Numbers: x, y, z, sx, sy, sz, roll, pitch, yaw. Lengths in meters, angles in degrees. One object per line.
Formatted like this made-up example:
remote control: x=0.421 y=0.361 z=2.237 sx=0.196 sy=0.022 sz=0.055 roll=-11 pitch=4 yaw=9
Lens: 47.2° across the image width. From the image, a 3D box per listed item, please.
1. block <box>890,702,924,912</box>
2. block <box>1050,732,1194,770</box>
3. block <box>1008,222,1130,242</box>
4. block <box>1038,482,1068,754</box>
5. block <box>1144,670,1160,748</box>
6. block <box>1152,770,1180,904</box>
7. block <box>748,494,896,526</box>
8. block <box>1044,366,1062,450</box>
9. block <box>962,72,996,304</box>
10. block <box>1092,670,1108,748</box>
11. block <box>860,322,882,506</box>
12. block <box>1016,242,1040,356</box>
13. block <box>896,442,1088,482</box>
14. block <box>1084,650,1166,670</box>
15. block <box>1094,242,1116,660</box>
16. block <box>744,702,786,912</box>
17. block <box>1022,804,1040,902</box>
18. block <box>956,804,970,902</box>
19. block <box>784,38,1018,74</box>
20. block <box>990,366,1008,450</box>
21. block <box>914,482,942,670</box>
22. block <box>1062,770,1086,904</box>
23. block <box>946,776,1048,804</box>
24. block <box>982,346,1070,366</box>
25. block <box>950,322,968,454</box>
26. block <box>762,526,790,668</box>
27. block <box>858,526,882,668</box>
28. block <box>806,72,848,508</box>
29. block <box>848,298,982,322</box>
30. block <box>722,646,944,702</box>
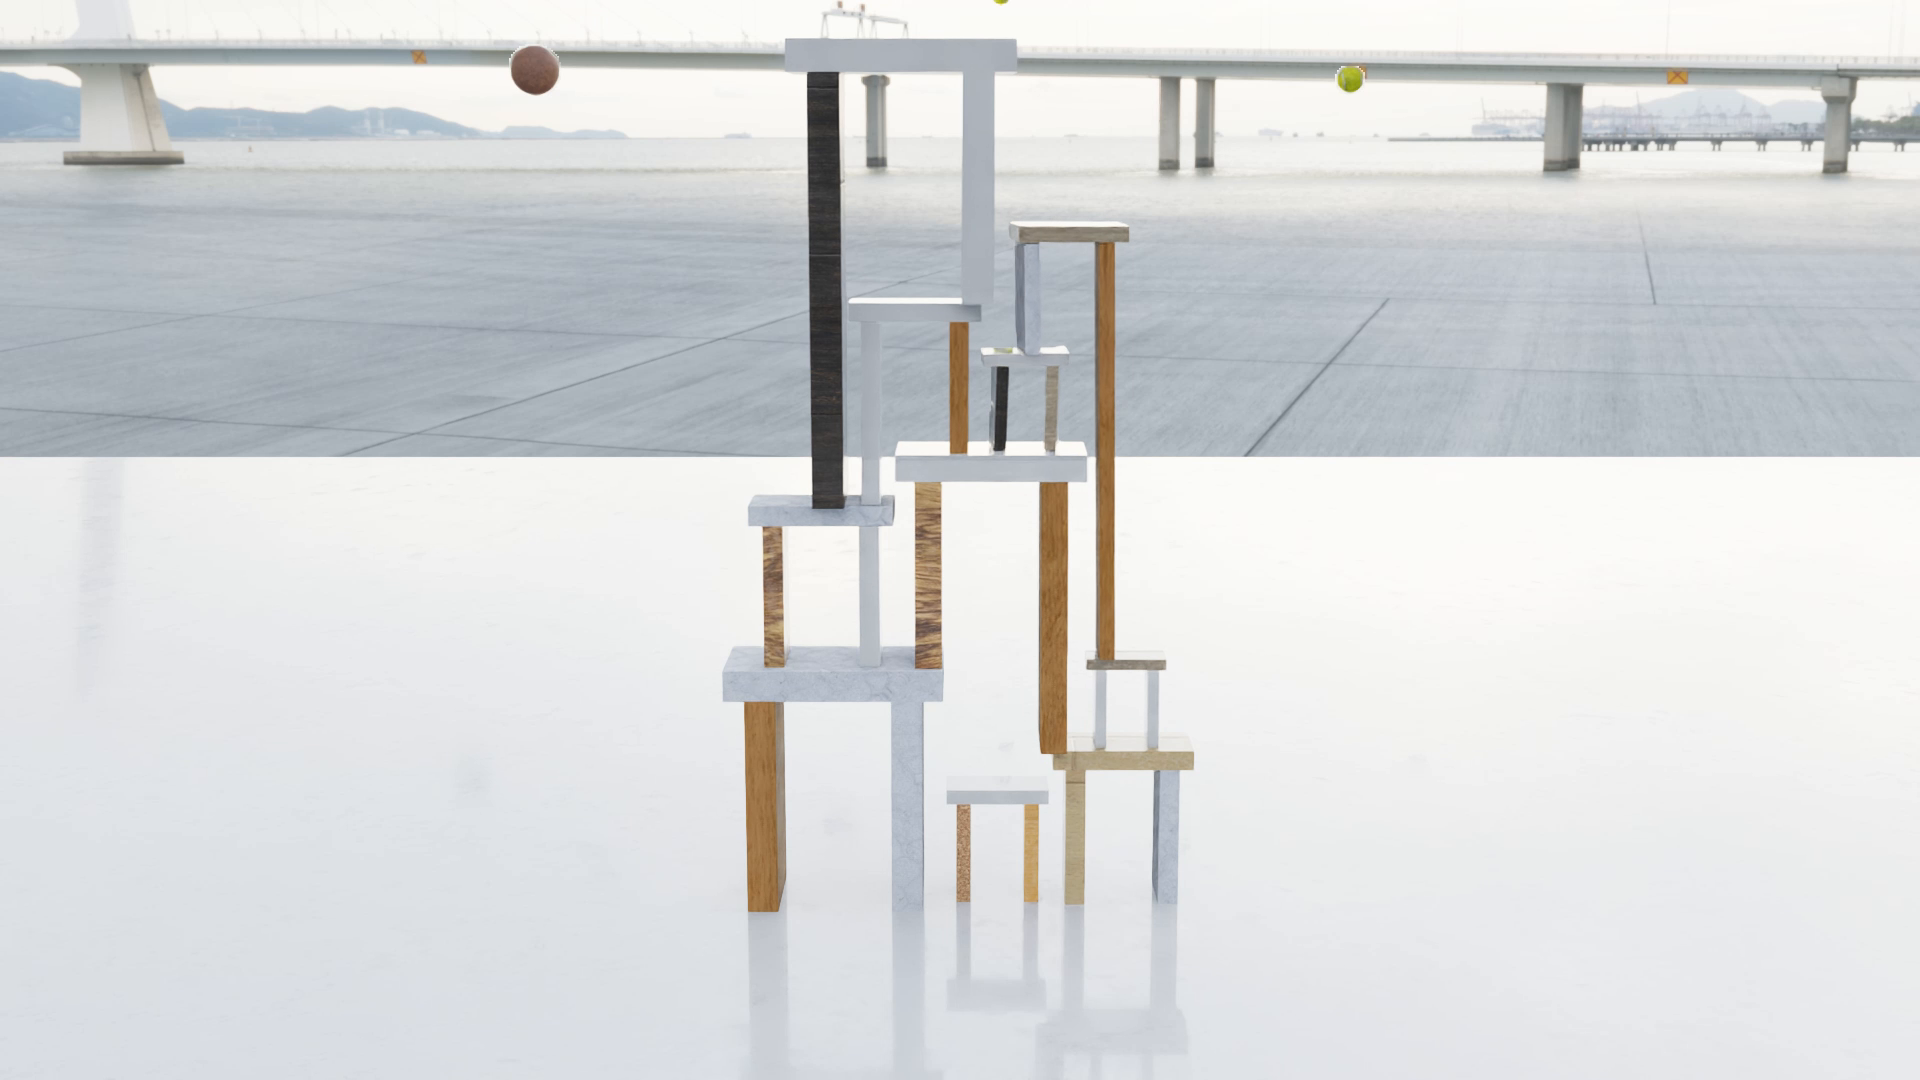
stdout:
block: x=-0.086 y=0.416 z=3.638 sx=0.050 sy=0.353 sz=0.176 roll=0 pitch=11 yaw=0
block: x=0.265 y=0.348 z=3.626 sx=0.230 sy=0.033 sz=0.115 roll=0 pitch=11 yaw=0
block: x=0.171 y=-0.485 z=3.462 sx=0.176 sy=0.025 sz=0.088 roll=-1 pitch=13 yaw=-9
block: x=0.152 y=0.114 z=3.583 sx=0.043 sy=0.444 sz=0.152 roll=0 pitch=11 yaw=1
block: x=0.314 y=0.270 z=3.604 sx=0.018 sy=0.130 sz=0.065 roll=0 pitch=11 yaw=1
block: x=0.342 y=0.476 z=3.652 sx=0.033 sy=0.230 sz=0.115 roll=0 pitch=11 yaw=0
block: x=-0.222 y=-0.048 z=3.547 sx=0.230 sy=0.033 sz=0.115 roll=0 pitch=11 yaw=0
block: x=0.148 y=-0.216 z=3.524 sx=0.019 sy=0.136 sz=0.068 roll=3 pitch=14 yaw=5
block: x=0.028 y=-0.554 z=3.460 sx=0.050 sy=0.353 sz=0.176 roll=0 pitch=11 yaw=0
block: x=0.229 y=0.269 z=3.606 sx=0.018 sy=0.130 sz=0.065 roll=0 pitch=11 yaw=-1
block: x=-0.141 y=-0.207 z=3.518 sx=0.029 sy=0.291 sz=0.104 roll=0 pitch=11 yaw=0
block: x=0.108 y=-0.387 z=3.483 sx=0.025 sy=0.175 sz=0.088 roll=-3 pitch=14 yaw=-7
block: x=0.050 y=-0.126 z=3.541 sx=0.303 sy=0.043 sz=0.152 roll=0 pitch=11 yaw=0
block: x=0.270 y=0.196 z=3.594 sx=0.130 sy=0.018 sz=0.065 roll=0 pitch=11 yaw=1
block: x=0.233 y=-0.143 z=3.536 sx=0.025 sy=0.670 sz=0.088 roll=-1 pitch=11 yaw=-1
block: x=-0.321 y=0.416 z=3.638 sx=0.050 sy=0.353 sz=0.176 roll=0 pitch=11 yaw=0
block: x=0.117 y=0.507 z=3.655 sx=0.024 sy=0.167 sz=0.084 roll=0 pitch=11 yaw=0
block: x=0.006 y=0.507 z=3.655 sx=0.024 sy=0.167 sz=0.084 roll=0 pitch=11 yaw=0
block: x=-0.090 y=-0.752 z=3.423 sx=0.353 sy=0.050 sz=0.176 roll=0 pitch=11 yaw=-1
block: x=0.062 y=-0.216 z=3.525 sx=0.019 sy=0.136 sz=0.068 roll=0 pitch=13 yaw=-6
block: x=-0.051 y=0.044 z=3.573 sx=0.043 sy=0.303 sz=0.152 roll=0 pitch=11 yaw=0
block: x=0.189 y=0.477 z=3.651 sx=0.033 sy=0.230 sz=0.115 roll=0 pitch=11 yaw=1
block: x=0.062 y=0.413 z=3.638 sx=0.167 sy=0.024 sz=0.084 roll=0 pitch=11 yaw=0
block: x=0.104 y=-0.293 z=3.511 sx=0.136 sy=0.019 sz=0.068 roll=-1 pitch=14 yaw=-2
block: x=-0.001 y=-0.248 z=3.511 sx=0.029 sy=0.208 sz=0.104 roll=0 pitch=11 yaw=1
block: x=-0.298 y=0.081 z=3.571 sx=0.033 sy=0.230 sz=0.115 roll=0 pitch=11 yaw=0
block: x=-0.145 y=0.081 z=3.571 sx=0.033 sy=0.230 sz=0.115 roll=0 pitch=11 yaw=0
block: x=-0.209 y=-0.396 z=3.488 sx=0.050 sy=0.673 sz=0.176 roll=0 pitch=11 yaw=0
block: x=-0.070 y=-0.365 z=3.489 sx=0.208 sy=0.029 sz=0.104 roll=0 pitch=11 yaw=0
block: x=-0.203 y=0.218 z=3.601 sx=0.353 sy=0.050 sz=0.176 roll=0 pitch=11 yaw=0
